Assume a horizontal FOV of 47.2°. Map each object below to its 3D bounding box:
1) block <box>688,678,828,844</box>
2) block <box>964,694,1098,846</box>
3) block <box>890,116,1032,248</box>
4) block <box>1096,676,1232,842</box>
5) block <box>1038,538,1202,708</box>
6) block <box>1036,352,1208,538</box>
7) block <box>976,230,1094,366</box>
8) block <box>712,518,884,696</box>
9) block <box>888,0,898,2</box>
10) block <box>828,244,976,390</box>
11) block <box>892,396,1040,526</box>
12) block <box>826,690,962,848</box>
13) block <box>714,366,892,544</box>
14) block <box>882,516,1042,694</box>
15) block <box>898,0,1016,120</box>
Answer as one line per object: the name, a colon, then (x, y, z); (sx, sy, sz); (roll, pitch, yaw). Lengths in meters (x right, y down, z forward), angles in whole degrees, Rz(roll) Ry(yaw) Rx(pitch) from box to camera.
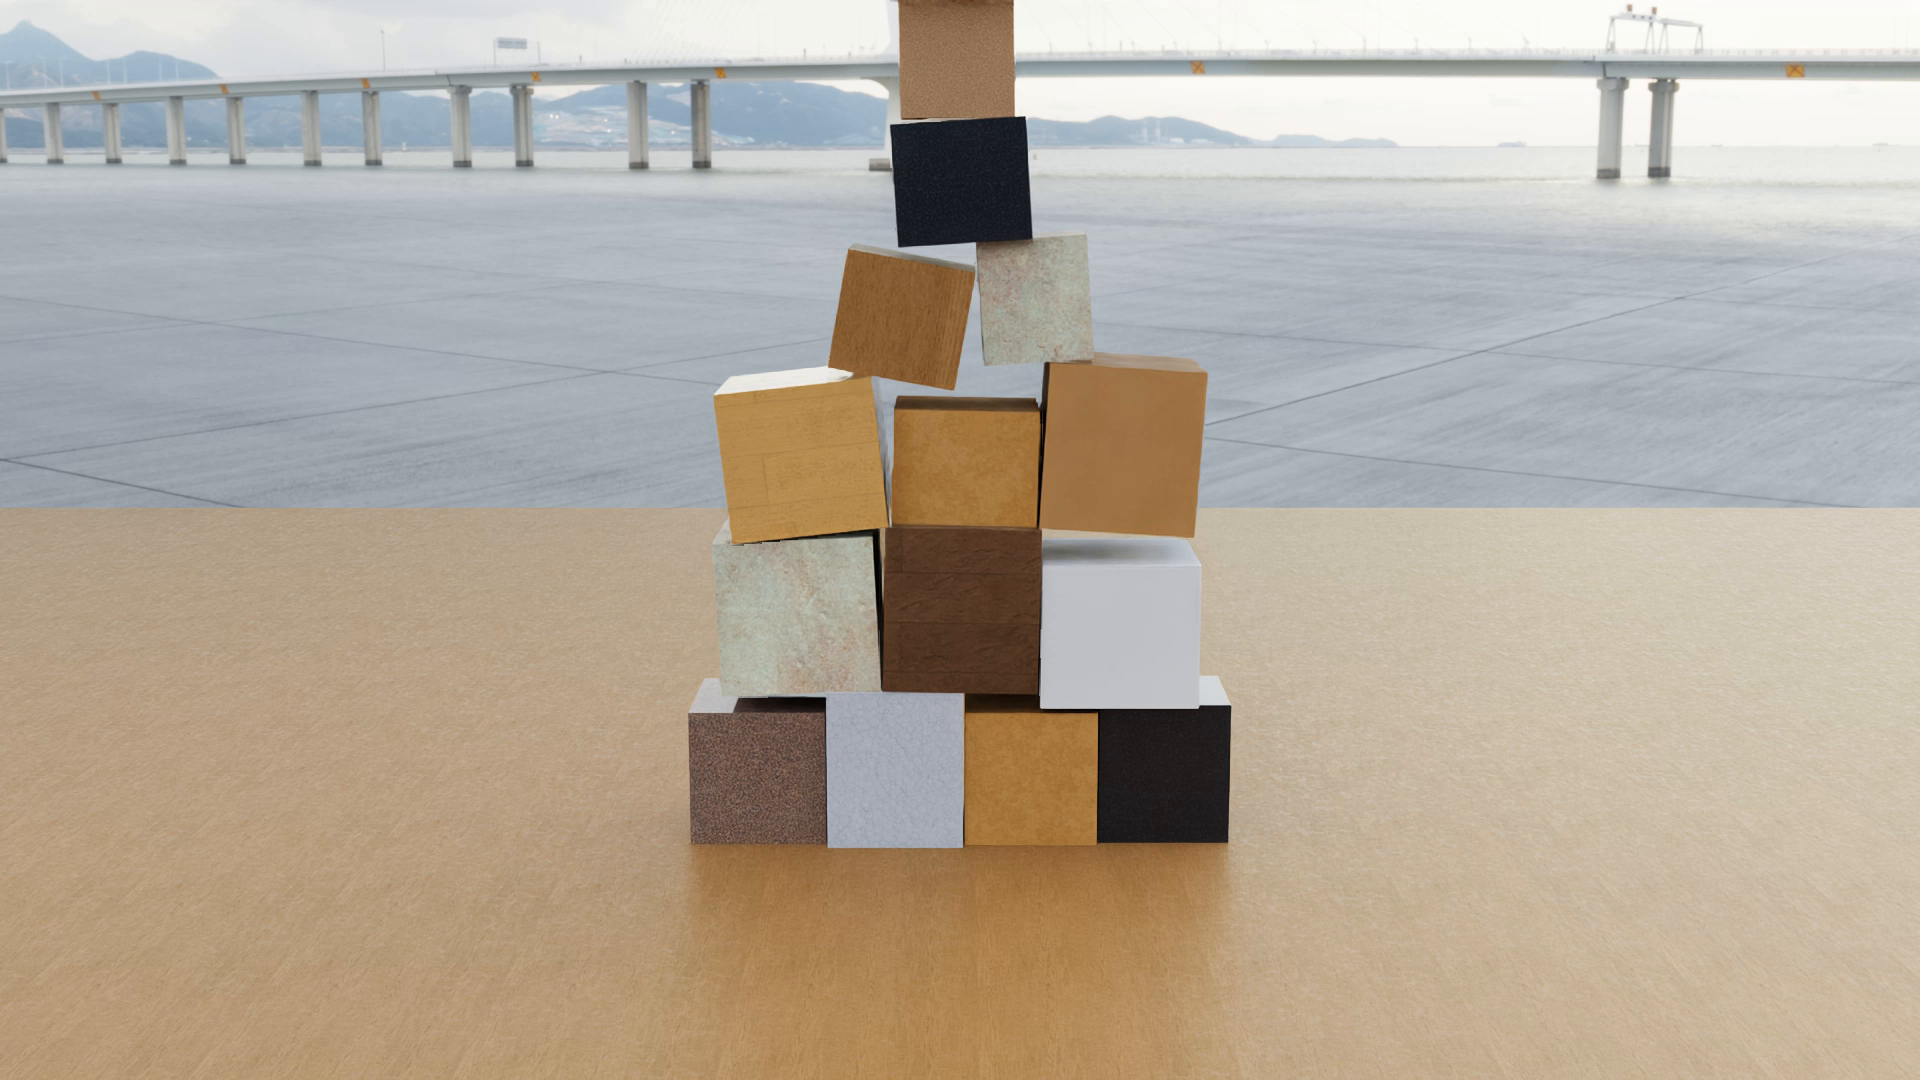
block: (-1.017, 1.136, 11.403); (0.684, 0.685, 0.723); (0, 10, 0)
block: (0.357, 1.139, 11.386); (0.666, 0.685, 0.708); (0, 10, 0)
block: (0.009, -1.773, 10.847); (0.647, 0.581, 0.724); (-4, 10, 1)
block: (1.029, 1.125, 11.372); (0.659, 0.718, 0.613); (0, 10, 0)
block: (0.794, 0.414, 11.252); (0.788, 0.723, 0.767); (0, 10, 0)
block: (0.796, -0.499, 11.109); (0.767, 0.816, 0.731); (3, 10, -1)
block: (0.367, -1.215, 10.973); (0.535, 0.603, 0.587); (-4, 10, 1)
block: (-0.806, 0.309, 11.256); (0.791, 0.771, 0.829); (-3, 10, 0)
block: (-0.023, -2.973, 10.641); (0.670, 0.671, 0.708); (-1, 10, 0)
block: (-0.284, -1.120, 10.960); (0.629, 0.583, 0.607); (10, 10, -2)
block: (0.028, -0.406, 11.109); (0.716, 0.568, 0.610); (1, 10, 0)
block: (-0.325, 1.082, 11.371); (0.679, 0.803, 0.798); (0, 10, 0)
block: (-0.771, -0.456, 11.101); (0.771, 0.737, 0.825); (-6, 10, 1)
block: (0.010, 0.282, 11.215); (0.769, 0.825, 0.792); (1, 10, 0)
block: (-0.014, -2.361, 10.769); (0.550, 0.579, 0.537); (-1, 10, 0)
